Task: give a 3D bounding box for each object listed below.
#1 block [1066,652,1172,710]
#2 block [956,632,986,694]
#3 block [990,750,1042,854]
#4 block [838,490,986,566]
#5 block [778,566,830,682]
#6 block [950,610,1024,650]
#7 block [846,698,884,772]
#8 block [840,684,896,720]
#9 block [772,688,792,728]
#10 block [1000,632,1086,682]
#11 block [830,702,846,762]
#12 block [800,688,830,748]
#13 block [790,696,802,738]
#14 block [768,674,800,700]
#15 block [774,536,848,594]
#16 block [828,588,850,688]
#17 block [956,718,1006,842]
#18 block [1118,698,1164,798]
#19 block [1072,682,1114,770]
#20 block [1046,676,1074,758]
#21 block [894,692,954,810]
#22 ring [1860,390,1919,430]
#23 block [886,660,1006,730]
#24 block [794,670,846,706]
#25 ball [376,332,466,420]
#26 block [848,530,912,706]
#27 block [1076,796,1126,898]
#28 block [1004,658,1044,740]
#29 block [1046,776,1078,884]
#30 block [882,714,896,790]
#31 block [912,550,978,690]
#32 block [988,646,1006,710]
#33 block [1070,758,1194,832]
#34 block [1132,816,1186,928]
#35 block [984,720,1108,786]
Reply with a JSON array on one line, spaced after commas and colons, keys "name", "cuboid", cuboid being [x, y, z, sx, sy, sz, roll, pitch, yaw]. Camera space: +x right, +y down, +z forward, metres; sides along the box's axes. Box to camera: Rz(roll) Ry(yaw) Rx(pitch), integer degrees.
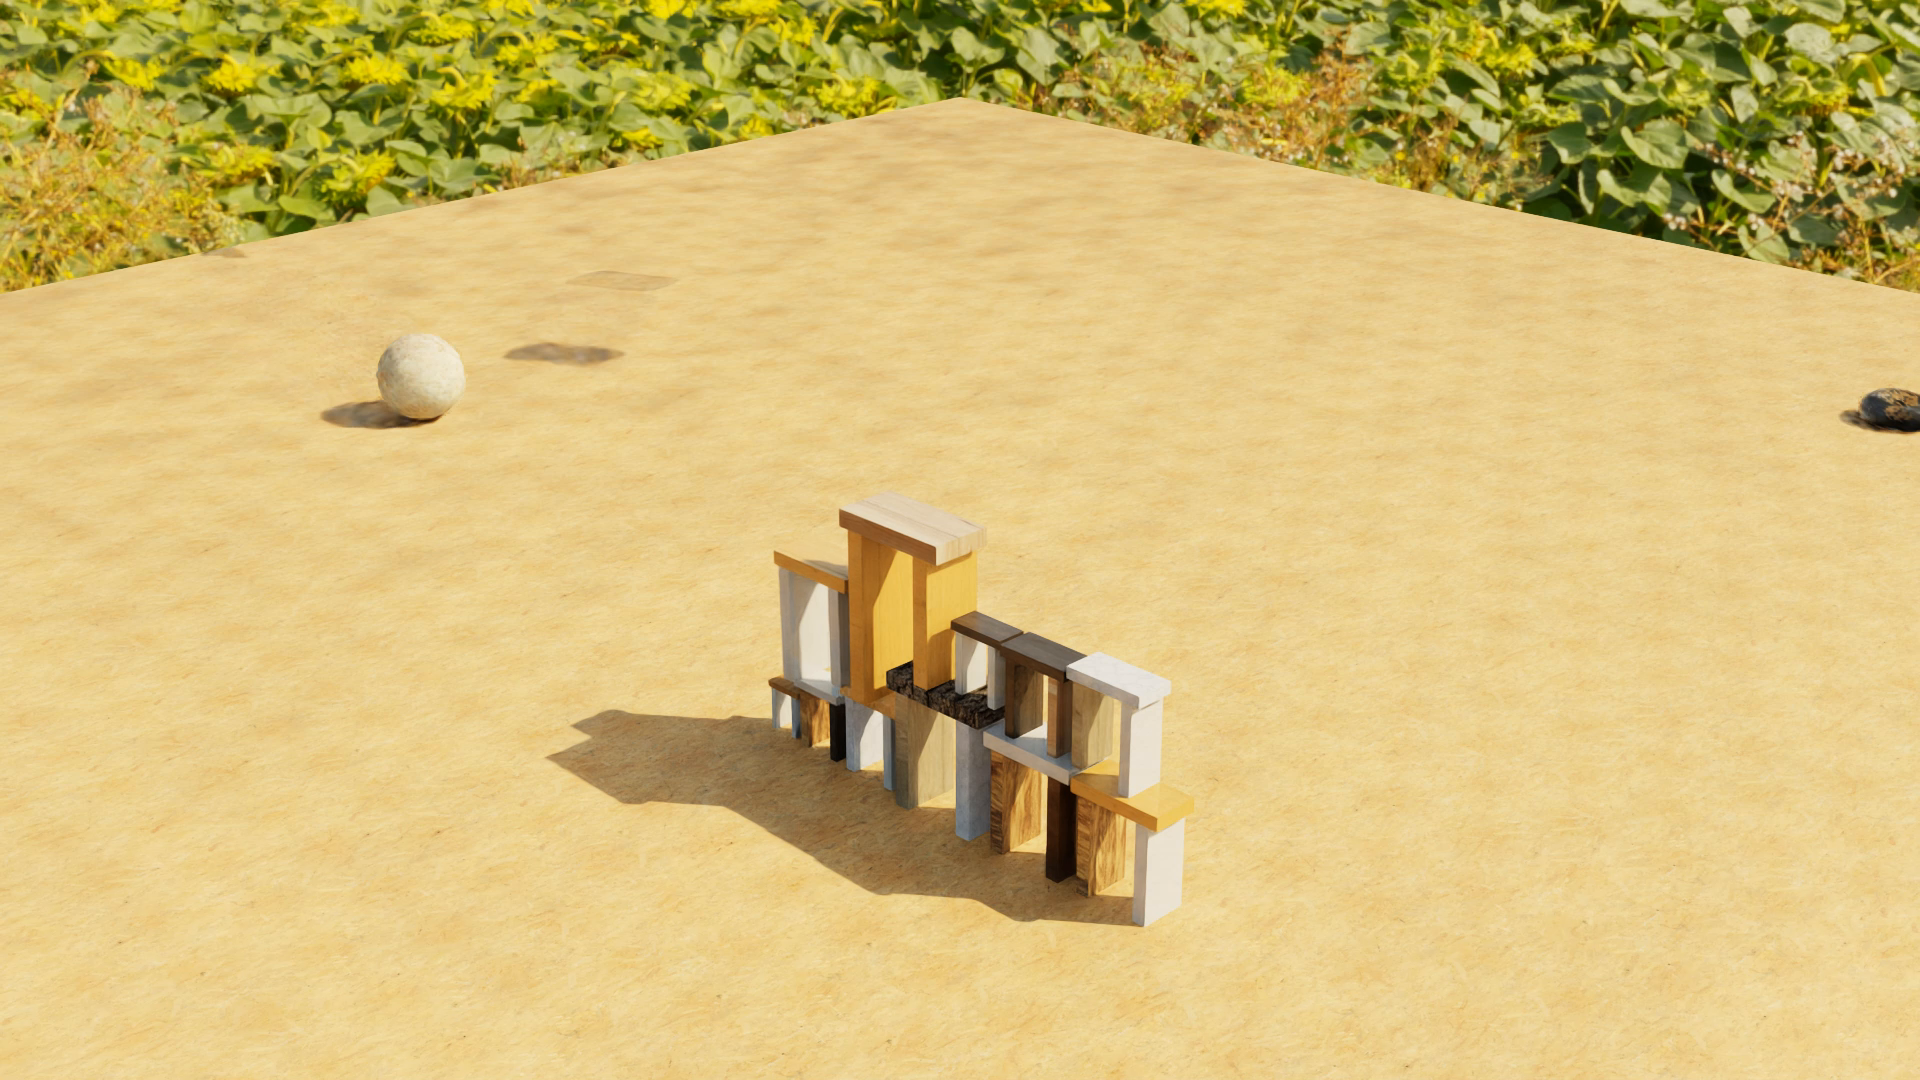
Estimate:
[{"name": "block", "cuboid": [0.290, 0.256, 4.025, 0.176, 0.025, 0.088, 21, 31, 41]}, {"name": "block", "cuboid": [0.021, 0.231, 4.295, 0.019, 0.132, 0.066, 21, 31, 41]}, {"name": "block", "cuboid": [0.110, 0.495, 4.310, 0.031, 0.222, 0.111, 21, 31, 41]}, {"name": "block", "cuboid": [-0.094, -0.026, 4.315, 0.138, 0.039, 0.275, -21, 31, -41]}, {"name": "block", "cuboid": [-0.327, 0.163, 4.646, 0.031, 0.256, 0.109, 20, 30, 41]}, {"name": "block", "cuboid": [0.052, 0.173, 4.237, 0.066, 0.019, 0.132, -21, 31, -40]}, {"name": "block", "cuboid": [-0.200, 0.394, 4.615, 0.085, 0.170, 0.024, -21, 31, -41]}, {"name": "block", "cuboid": [-0.160, 0.320, 4.540, 0.085, 0.024, 0.170, -21, 31, -41]}, {"name": "block", "cuboid": [-0.387, 0.358, 4.792, 0.014, 0.097, 0.049, 21, 31, 41]}, {"name": "block", "cuboid": [0.163, 0.220, 4.141, 0.082, 0.023, 0.165, -21, 31, -41]}, {"name": "block", "cuboid": [-0.244, 0.395, 4.655, 0.020, 0.138, 0.069, 21, 31, 41]}, {"name": "block", "cuboid": [-0.309, 0.369, 4.714, 0.069, 0.138, 0.020, -21, 31, -40]}, {"name": "block", "cuboid": [-0.341, 0.376, 4.750, 0.014, 0.097, 0.049, 21, 31, 41]}, {"name": "block", "cuboid": [-0.364, 0.316, 4.749, 0.097, 0.014, 0.049, 21, 31, 41]}, {"name": "block", "cuboid": [-0.272, 0.050, 4.546, 0.219, 0.031, 0.109, 21, 31, 41]}, {"name": "block", "cuboid": [-0.219, 0.186, 4.546, 0.109, 0.219, 0.031, -21, 30, -40]}, {"name": "block", "cuboid": [0.050, 0.456, 4.358, 0.036, 0.257, 0.129, 21, 31, 41]}, {"name": "block", "cuboid": [0.331, 0.371, 4.029, 0.088, 0.190, 0.025, -21, 31, -41]}, {"name": "block", "cuboid": [0.248, 0.332, 4.102, 0.025, 0.176, 0.088, 21, 31, 41]}, {"name": "block", "cuboid": [0.201, 0.322, 4.142, 0.023, 0.165, 0.082, 21, 31, 41]}, {"name": "block", "cuboid": [-0.072, 0.408, 4.469, 0.036, 0.257, 0.129, 21, 31, 41]}, {"name": "ring", "cuboid": [2.812, -0.390, 6.585, 0.221, 0.074, 0.221, 2, 26, -1]}, {"name": "block", "cuboid": [-0.011, 0.297, 4.356, 0.257, 0.036, 0.129, 21, 31, 41]}, {"name": "block", "cuboid": [-0.281, 0.310, 4.652, 0.069, 0.020, 0.138, -21, 30, -40]}, {"name": "ball", "cuboid": [-1.615, -0.491, 6.588, 0.258, 0.258, 0.258, 0, 23, 0]}, {"name": "block", "cuboid": [-0.160, 0.140, 4.455, 0.138, 0.375, 0.039, -21, 31, -40]}, {"name": "block", "cuboid": [0.269, 0.563, 4.165, 0.030, 0.211, 0.105, 21, 31, 41]}, {"name": "block", "cuboid": [0.124, 0.291, 4.214, 0.023, 0.165, 0.082, 21, 31, 41]}, {"name": "block", "cuboid": [0.215, 0.536, 4.213, 0.031, 0.222, 0.111, 21, 31, 41]}, {"name": "block", "cuboid": [-0.120, 0.425, 4.541, 0.024, 0.170, 0.085, 21, 31, 41]}, {"name": "block", "cuboid": [-0.029, 0.144, 4.316, 0.039, 0.275, 0.138, 21, 31, 41]}, {"name": "block", "cuboid": [0.083, 0.255, 4.238, 0.066, 0.132, 0.019, -21, 31, -41]}, {"name": "block", "cuboid": [0.319, 0.472, 4.072, 0.211, 0.030, 0.105, 21, 31, 41]}, {"name": "block", "cuboid": [0.368, 0.602, 4.073, 0.030, 0.211, 0.105, 21, 31, 41]}, {"name": "block", "cuboid": [0.163, 0.399, 4.212, 0.222, 0.031, 0.111, 21, 31, 41]}]
